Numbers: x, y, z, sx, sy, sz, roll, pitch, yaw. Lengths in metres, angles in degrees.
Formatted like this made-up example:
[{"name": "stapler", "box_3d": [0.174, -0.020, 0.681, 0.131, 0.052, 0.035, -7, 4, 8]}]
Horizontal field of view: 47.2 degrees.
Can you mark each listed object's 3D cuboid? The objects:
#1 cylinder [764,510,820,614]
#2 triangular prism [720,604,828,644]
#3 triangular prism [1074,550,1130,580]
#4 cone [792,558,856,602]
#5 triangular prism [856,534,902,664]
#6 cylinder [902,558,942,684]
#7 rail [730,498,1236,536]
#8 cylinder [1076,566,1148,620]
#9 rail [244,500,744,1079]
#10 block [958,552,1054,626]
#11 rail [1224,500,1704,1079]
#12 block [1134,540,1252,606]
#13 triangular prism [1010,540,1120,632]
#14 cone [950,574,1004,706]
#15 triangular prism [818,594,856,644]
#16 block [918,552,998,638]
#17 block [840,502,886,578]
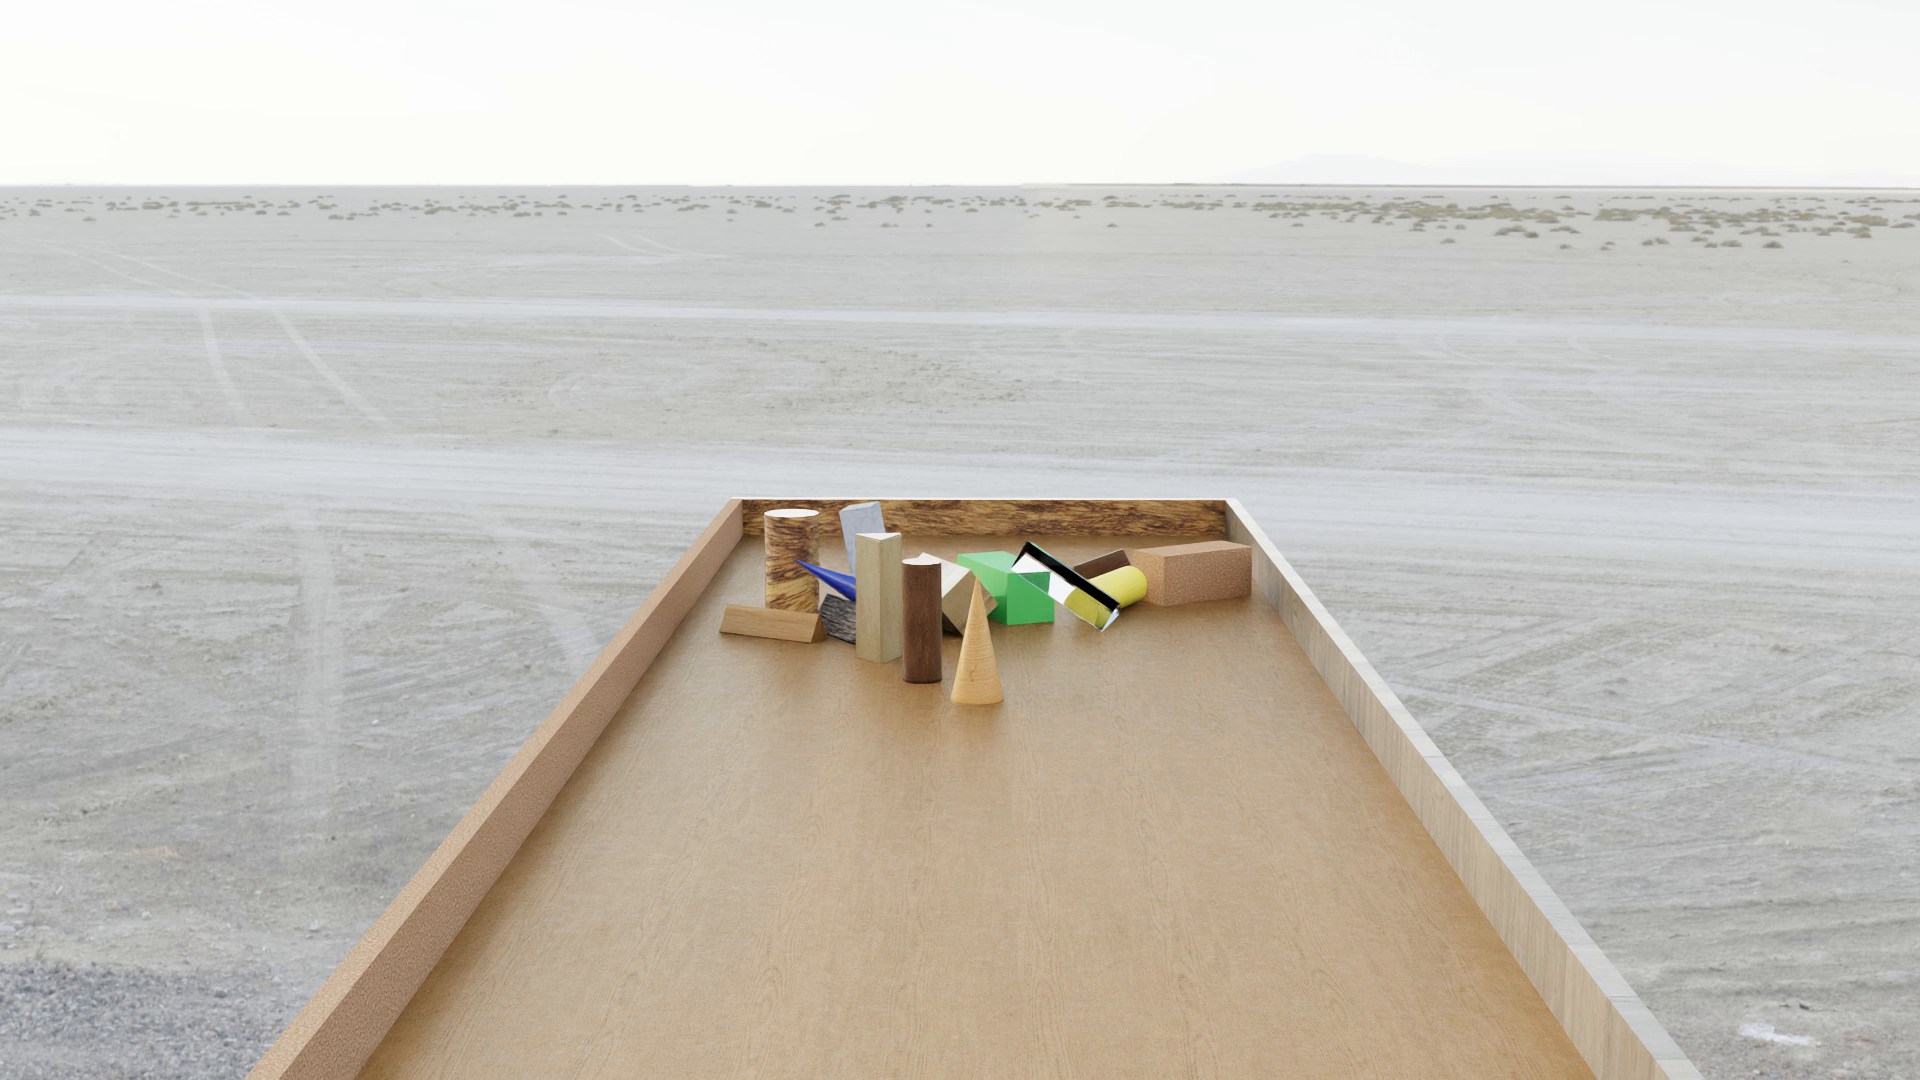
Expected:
[{"name": "cylinder", "box_3d": [-0.551, 0.095, 7.224, 0.178, 0.371, 0.178, 0, 9, 0]}, {"name": "triangular prism", "box_3d": [-0.600, 0.263, 7.061, 0.357, 0.086, 0.099, 5, 10, 30]}, {"name": "triangular prism", "box_3d": [0.504, 0.112, 7.959, 0.118, 0.102, 0.414, 4, 10, 27]}, {"name": "cone", "box_3d": [-0.353, 0.153, 7.074, 0.431, 0.143, 0.143, 26, 14, 9]}, {"name": "triangular prism", "box_3d": [-0.228, 0.172, 6.711, 0.120, 0.380, 0.139, -6, 11, -35]}, {"name": "cylinder", "box_3d": [-0.111, 0.235, 6.404, 0.116, 0.351, 0.116, 0, 9, 0]}, {"name": "rail", "box_3d": [0.099, -0.098, 9.147, 2.100, 0.150, 0.050, 0, 9, 1]}, {"name": "cylinder", "box_3d": [0.506, 0.179, 7.463, 0.130, 0.130, 0.358, 5, 10, 27]}, {"name": "rail", "box_3d": [-1.004, 0.839, 3.234, 0.050, 0.150, 12.000, 0, 9, 1]}, {"name": "block", "box_3d": [0.153, 0.160, 7.452, 0.172, 0.172, 0.418, -4, 10, -23]}, {"name": "rail", "box_3d": [1.046, 0.843, 3.208, 0.050, 0.150, 12.000, 0, 9, 1]}, {"name": "block", "box_3d": [0.820, 0.114, 7.739, 0.396, 0.172, 0.172, -6, 11, -33]}, {"name": "triangular prism", "box_3d": [0.356, 0.135, 7.183, 0.369, 0.100, 0.115, 34, 45, 16]}, {"name": "cone", "box_3d": [0.048, 0.270, 6.143, 0.152, 0.365, 0.152, 0, 9, 0]}, {"name": "triangular prism", "box_3d": [-0.344, 0.251, 7.048, 0.128, 0.111, 0.341, -6, 11, -30]}, {"name": "block", "box_3d": [-0.053, 0.177, 7.186, 0.156, 0.156, 0.371, -44, 23, -13]}, {"name": "block", "box_3d": [-0.292, 0.081, 7.190, 0.107, 0.393, 0.107, -9, 8, 16]}]
